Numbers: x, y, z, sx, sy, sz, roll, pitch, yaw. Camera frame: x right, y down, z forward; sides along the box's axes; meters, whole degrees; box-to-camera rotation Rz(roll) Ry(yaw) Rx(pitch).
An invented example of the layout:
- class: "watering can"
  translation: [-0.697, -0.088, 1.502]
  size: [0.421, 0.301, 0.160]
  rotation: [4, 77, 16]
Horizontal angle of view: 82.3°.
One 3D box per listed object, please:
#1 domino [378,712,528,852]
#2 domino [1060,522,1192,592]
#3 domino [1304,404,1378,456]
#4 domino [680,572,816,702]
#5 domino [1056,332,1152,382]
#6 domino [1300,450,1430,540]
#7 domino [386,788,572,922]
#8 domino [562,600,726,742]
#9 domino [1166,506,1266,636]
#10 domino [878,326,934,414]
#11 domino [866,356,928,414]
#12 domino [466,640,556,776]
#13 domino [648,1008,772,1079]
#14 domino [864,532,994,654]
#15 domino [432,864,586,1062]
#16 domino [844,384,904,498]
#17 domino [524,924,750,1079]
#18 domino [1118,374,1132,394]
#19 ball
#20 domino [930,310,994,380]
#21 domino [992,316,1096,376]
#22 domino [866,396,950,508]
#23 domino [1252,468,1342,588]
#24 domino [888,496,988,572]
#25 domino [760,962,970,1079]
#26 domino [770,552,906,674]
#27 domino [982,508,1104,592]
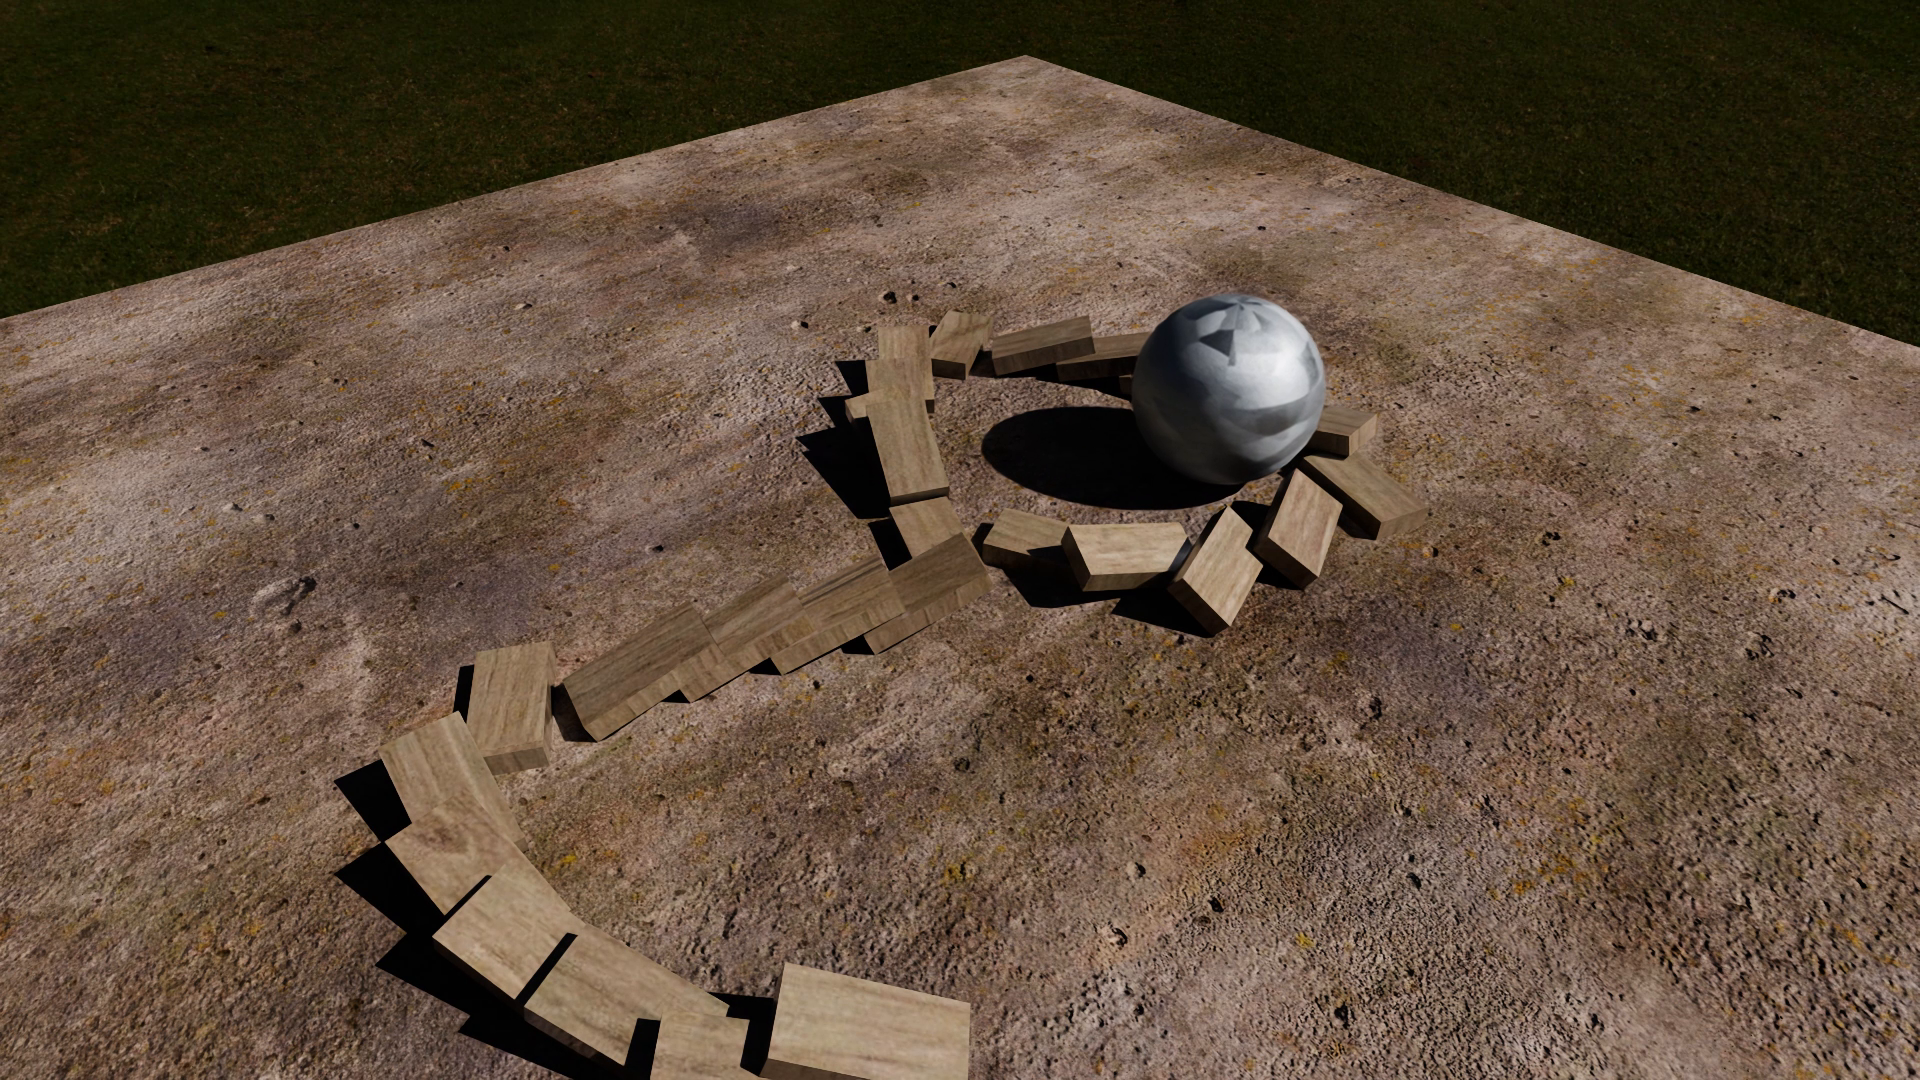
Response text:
- class: "domino"
  translation: [-0.155, 0.079, 0.337]
  size: [0.025, 0.009, 0.050]
  rotation: [-26, 61, -28]
- class: "domino"
  translation: [0.067, 0.006, 0.424]
  size: [0.050, 0.010, 0.025]
  rotation: [-2, 48, -22]
- class: "domino"
  translation: [0.159, -0.052, 0.497]
  size: [0.050, 0.010, 0.025]
  rotation: [19, 41, 43]
- class: "domino"
  translation: [-0.079, 0.034, 0.391]
  size: [0.050, 0.010, 0.025]
  rotation: [-30, 46, -8]
- class: "domino"
  translation: [0.075, -0.091, 0.543]
  size: [0.050, 0.010, 0.025]
  rotation: [-3, 35, 22]
- class: "domino"
  translation: [0.171, -0.021, 0.469]
  size: [0.025, 0.010, 0.050]
  rotation: [-16, 42, -19]
- class: "domino"
  translation: [-0.137, 0.097, 0.313]
  size: [0.050, 0.009, 0.025]
  rotation: [41, 52, 17]
- class: "domino"
  translation: [-0.109, 0.044, 0.378]
  size: [0.050, 0.009, 0.025]
  rotation: [-33, 48, -12]
- class: "domino"
  translation: [0.100, 0.011, 0.420]
  size: [0.025, 0.009, 0.050]
  rotation: [45, 48, -3]
- class: "domino"
  translation: [-0.026, -0.083, 0.535]
  size: [0.025, 0.009, 0.050]
  rotation: [-3, 54, -3]
- class: "domino"
  translation: [-0.029, -0.062, 0.508]
  size: [0.025, 0.010, 0.050]
  rotation: [-5, 57, -6]
- class: "domino"
  translation: [-0.152, 0.057, 0.374]
  size: [0.025, 0.009, 0.050]
  rotation: [-9, 40, -10]
- class: "domino"
  translation: [-0.051, 0.133, 0.270]
  size: [0.050, 0.009, 0.025]
  rotation: [13, 38, -12]
- class: "domino"
  translation: [-0.015, 0.019, 0.407]
  size: [0.050, 0.010, 0.025]
  rotation: [-29, 44, -3]
- class: "domino"
  translation: [-0.112, 0.113, 0.295]
  size: [0.050, 0.010, 0.025]
  rotation: [32, 47, 10]
- class: "domino"
  translation: [-0.030, -0.044, 0.485]
  size: [0.025, 0.009, 0.050]
  rotation: [-19, 60, -15]
- class: "domino"
  translation: [-0.082, 0.123, 0.282]
  size: [0.050, 0.009, 0.025]
  rotation: [28, 44, 6]
- class: "domino"
  translation: [0.105, -0.081, 0.531]
  size: [0.050, 0.010, 0.025]
  rotation: [3, 36, 30]
- class: "ball"
  translation: [0.113, -0.063, 0.465]
  size: [0.080, 0.080, 0.080]
  rotation: [0, 39, 0]
- class: "domino"
  translation: [-0.002, -0.101, 0.566]
  size: [0.025, 0.010, 0.050]
  rotation: [11, 41, 13]
- class: "domino"
  translation: [0.042, -0.098, 0.551]
  size: [0.050, 0.009, 0.025]
  rotation: [-11, 34, 11]
- class: "domino"
  translation: [-0.023, -0.038, 0.469]
  size: [0.025, 0.010, 0.050]
  rotation: [-11, 58, -10]
- class: "domino"
  translation: [0.136, -0.005, 0.441]
  size: [0.025, 0.009, 0.050]
  rotation: [38, 46, -1]
- class: "domino"
  translation: [-0.009, 0.003, 0.440]
  size: [0.025, 0.010, 0.050]
  rotation: [-12, 41, -14]
- class: "domino"
  translation: [-0.023, 0.126, 0.277]
  size: [0.050, 0.009, 0.025]
  rotation: [17, 36, -10]
- class: "domino"
  translation: [-0.047, 0.026, 0.400]
  size: [0.050, 0.010, 0.025]
  rotation: [-27, 44, -5]
- class: "domino"
  translation: [0.037, 0.004, 0.439]
  size: [0.050, 0.010, 0.025]
  rotation: [14, 41, 17]
